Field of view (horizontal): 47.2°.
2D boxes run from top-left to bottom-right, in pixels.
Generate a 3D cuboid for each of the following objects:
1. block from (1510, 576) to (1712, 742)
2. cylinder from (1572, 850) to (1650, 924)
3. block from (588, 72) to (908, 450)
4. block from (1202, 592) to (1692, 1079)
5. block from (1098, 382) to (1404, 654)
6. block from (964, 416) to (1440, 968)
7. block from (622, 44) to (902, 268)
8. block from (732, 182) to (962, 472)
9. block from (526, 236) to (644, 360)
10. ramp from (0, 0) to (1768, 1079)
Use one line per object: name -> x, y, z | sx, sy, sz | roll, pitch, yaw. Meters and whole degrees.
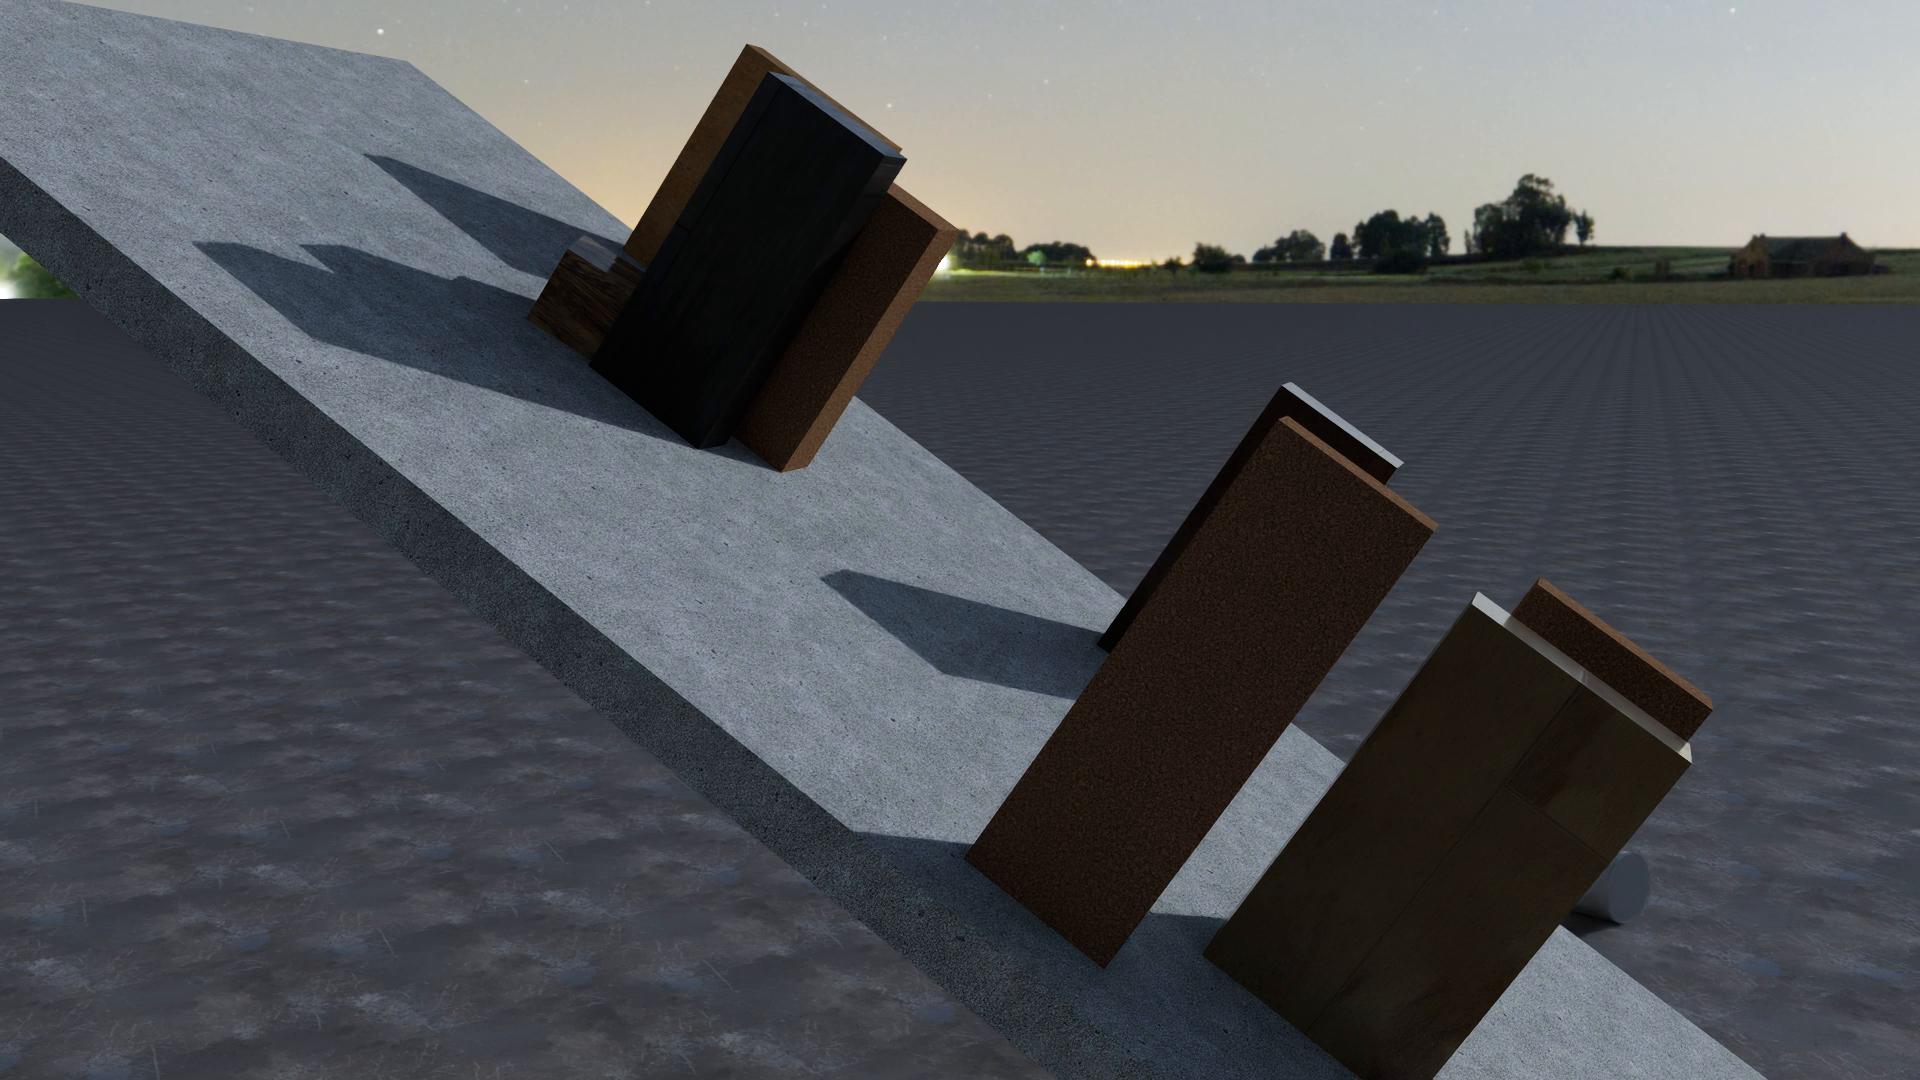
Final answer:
block -> 0.849, 0.457, 3.575 | 0.326, 0.744, 0.099 | 37, 16, 10
cylinder -> 1.843, 0.985, 6.352 | 0.204, 0.204, 0.204 | -5, 9, -38
block -> -0.400, -0.517, 4.114 | 0.272, 0.654, 0.129 | 37, 16, 10
block -> 0.739, 0.479, 3.376 | 0.386, 0.696, 0.135 | 37, 16, 10
block -> 0.590, 0.030, 4.496 | 0.281, 0.657, 0.129 | 37, 16, 10
block -> 0.334, 0.223, 3.130 | 0.259, 0.793, 0.083 | 37, 16, 10
block -> -0.450, -0.767, 4.960 | 0.406, 0.550, 0.092 | 37, 16, 10
block -> -0.341, -0.492, 4.320 | 0.426, 0.570, 0.145 | 37, 16, 10
block -> -0.712, -0.466, 4.249 | 0.161, 0.161, 0.161 | 32, 15, -8
ramp -> -0.098, 0.172, 4.085 | 4.000, 0.100, 2.000 | 37, 16, 10
